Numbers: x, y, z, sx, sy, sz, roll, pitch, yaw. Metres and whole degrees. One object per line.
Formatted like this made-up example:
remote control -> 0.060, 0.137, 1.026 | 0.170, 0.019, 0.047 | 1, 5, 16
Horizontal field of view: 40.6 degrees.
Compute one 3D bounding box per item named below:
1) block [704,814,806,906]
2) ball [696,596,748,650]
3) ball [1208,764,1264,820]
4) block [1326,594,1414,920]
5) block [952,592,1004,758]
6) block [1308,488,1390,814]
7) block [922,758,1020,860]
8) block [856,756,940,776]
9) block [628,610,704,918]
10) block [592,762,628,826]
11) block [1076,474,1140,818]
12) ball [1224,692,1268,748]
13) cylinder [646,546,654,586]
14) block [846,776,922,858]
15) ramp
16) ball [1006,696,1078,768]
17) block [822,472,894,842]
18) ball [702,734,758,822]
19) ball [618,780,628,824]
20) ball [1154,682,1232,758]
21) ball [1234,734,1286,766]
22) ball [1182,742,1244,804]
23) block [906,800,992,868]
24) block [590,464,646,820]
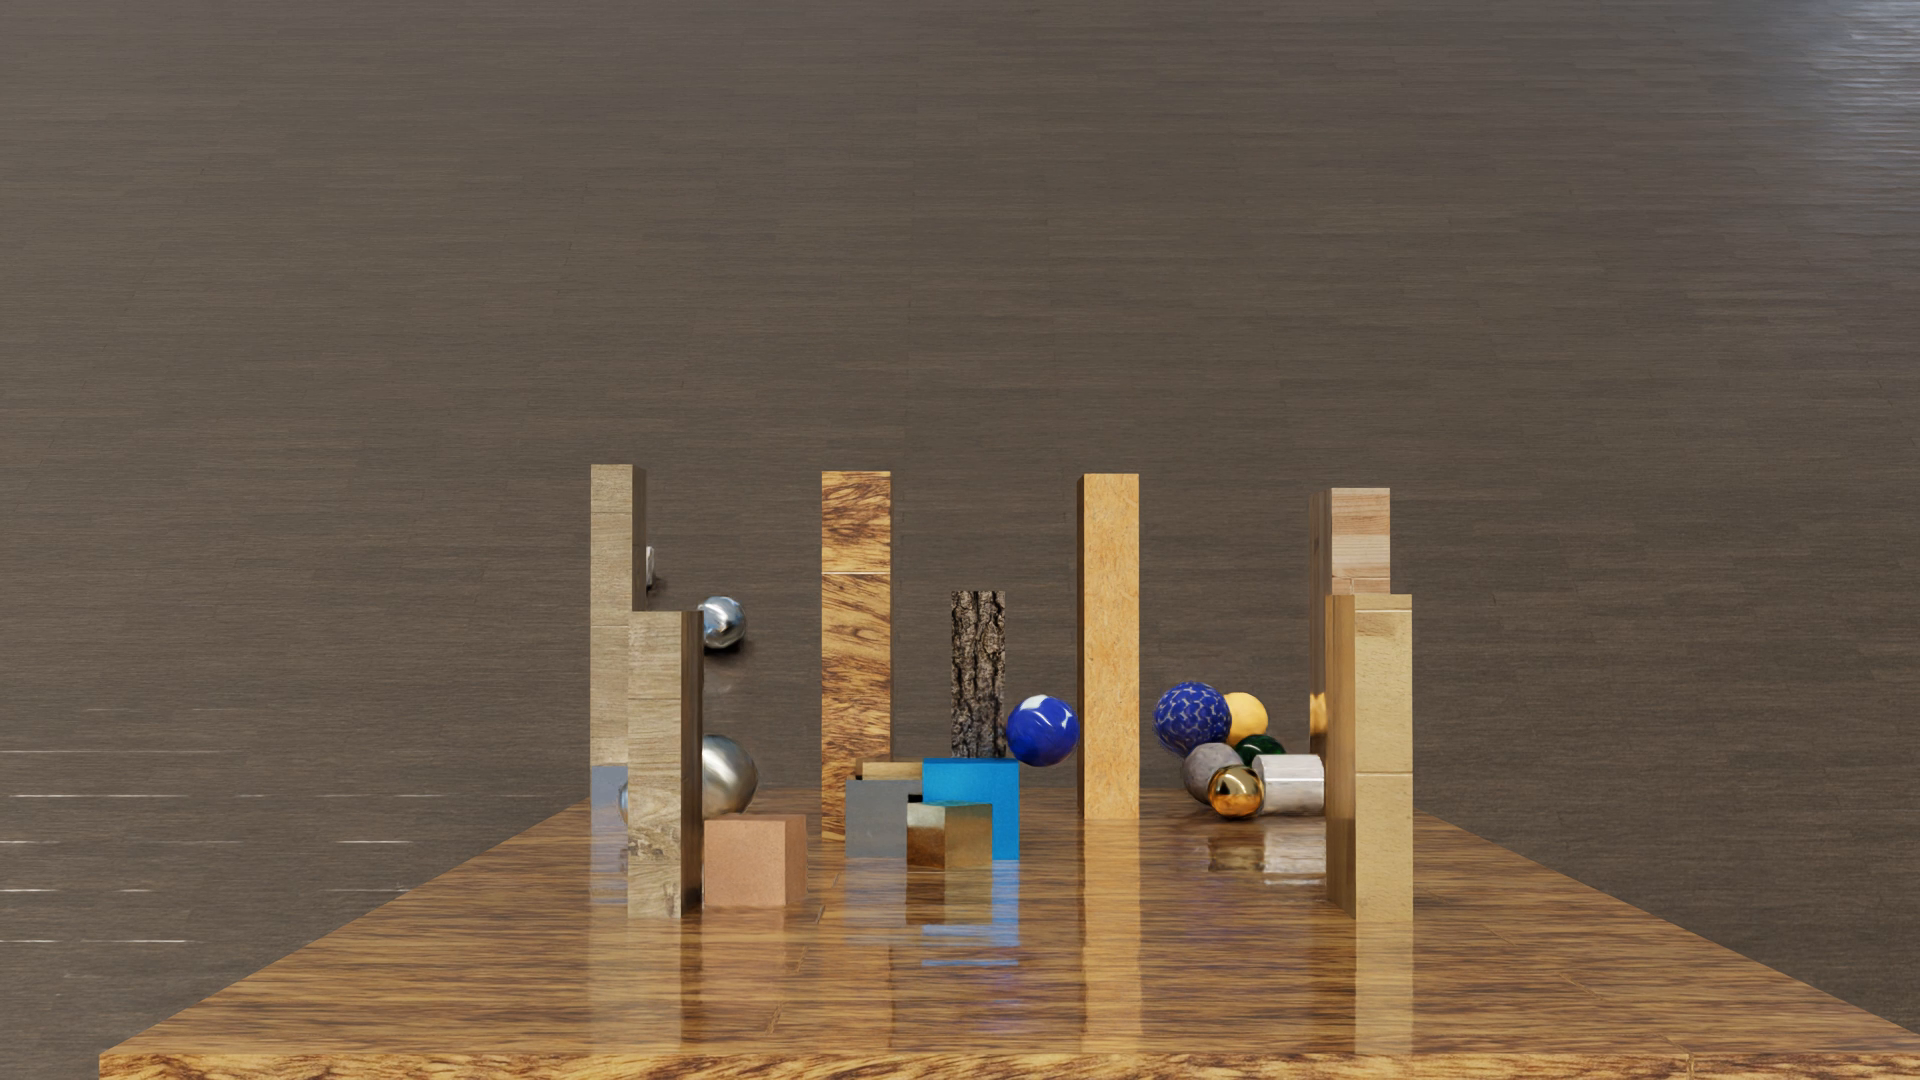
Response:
block -> -0.333, 0.520, 4.234 | 0.134, 0.134, 0.134 | 0, -1, 11
ball -> -0.686, 0.237, 7.408 | 0.156, 0.156, 0.156 | 0, 34, 0
ball -> 0.613, 0.561, 5.778 | 0.126, 0.126, 0.126 | 0, 34, 0
block -> 0.647, 0.336, 4.122 | 0.087, 0.497, 0.321 | 0, -1, 0
block -> 0.036, 0.358, 5.248 | 0.104, 0.507, 0.347 | 0, -1, 0
block -> 0.904, 0.259, 6.035 | 0.130, 0.743, 0.382 | 0, -1, 0
block -> 0.021, 0.514, 4.980 | 0.181, 0.181, 0.181 | 0, -1, 0
block -> -0.116, 0.524, 5.173 | 0.171, 0.171, 0.171 | 0, -1, -7
block -> -0.470, 0.350, 4.164 | 0.081, 0.471, 0.339 | 0, -1, 0
block -> -0.733, 0.558, 5.702 | 0.129, 0.129, 0.129 | 0, -1, 3
block -> 0.340, 0.242, 6.007 | 0.122, 0.774, 0.367 | 0, -1, 0
ball -> 0.756, 0.489, 7.032 | 0.155, 0.155, 0.155 | 0, 34, 0
cylinder -> -0.973, 0.075, 7.671 | 0.118, 0.118, 0.118 | 3, 34, 1
block -> -0.145, 0.532, 5.003 | 0.147, 0.147, 0.147 | 0, -1, 0
ramp -> 0.075, 0.650, 4.786 | 2.000, 0.100, 4.000 | 0, -1, 0
ball -> 0.159, 0.373, 5.050 | 0.142, 0.142, 0.142 | 0, 34, 0
block -> -0.211, 0.240, 5.426 | 0.139, 0.751, 0.325 | 0, -1, 0
ball -> -0.542, 0.525, 5.698 | 0.195, 0.195, 0.195 | 0, 34, 0
ball -> -0.657, 0.553, 5.471 | 0.129, 0.129, 0.129 | 0, 34, 0
ball -> 0.605, 0.469, 6.743 | 0.202, 0.202, 0.202 | 0, 34, 0
ball -> 0.765, 0.570, 6.632 | 0.149, 0.149, 0.149 | 0, 34, 0
ball -> 0.608, 0.559, 6.212 | 0.151, 0.151, 0.151 | 0, 34, 0
block -> -0.019, 0.544, 4.809 | 0.113, 0.113, 0.113 | 1, -2, -39
block -> -0.776, 0.231, 5.907 | 0.092, 0.793, 0.258 | 0, -1, 0
